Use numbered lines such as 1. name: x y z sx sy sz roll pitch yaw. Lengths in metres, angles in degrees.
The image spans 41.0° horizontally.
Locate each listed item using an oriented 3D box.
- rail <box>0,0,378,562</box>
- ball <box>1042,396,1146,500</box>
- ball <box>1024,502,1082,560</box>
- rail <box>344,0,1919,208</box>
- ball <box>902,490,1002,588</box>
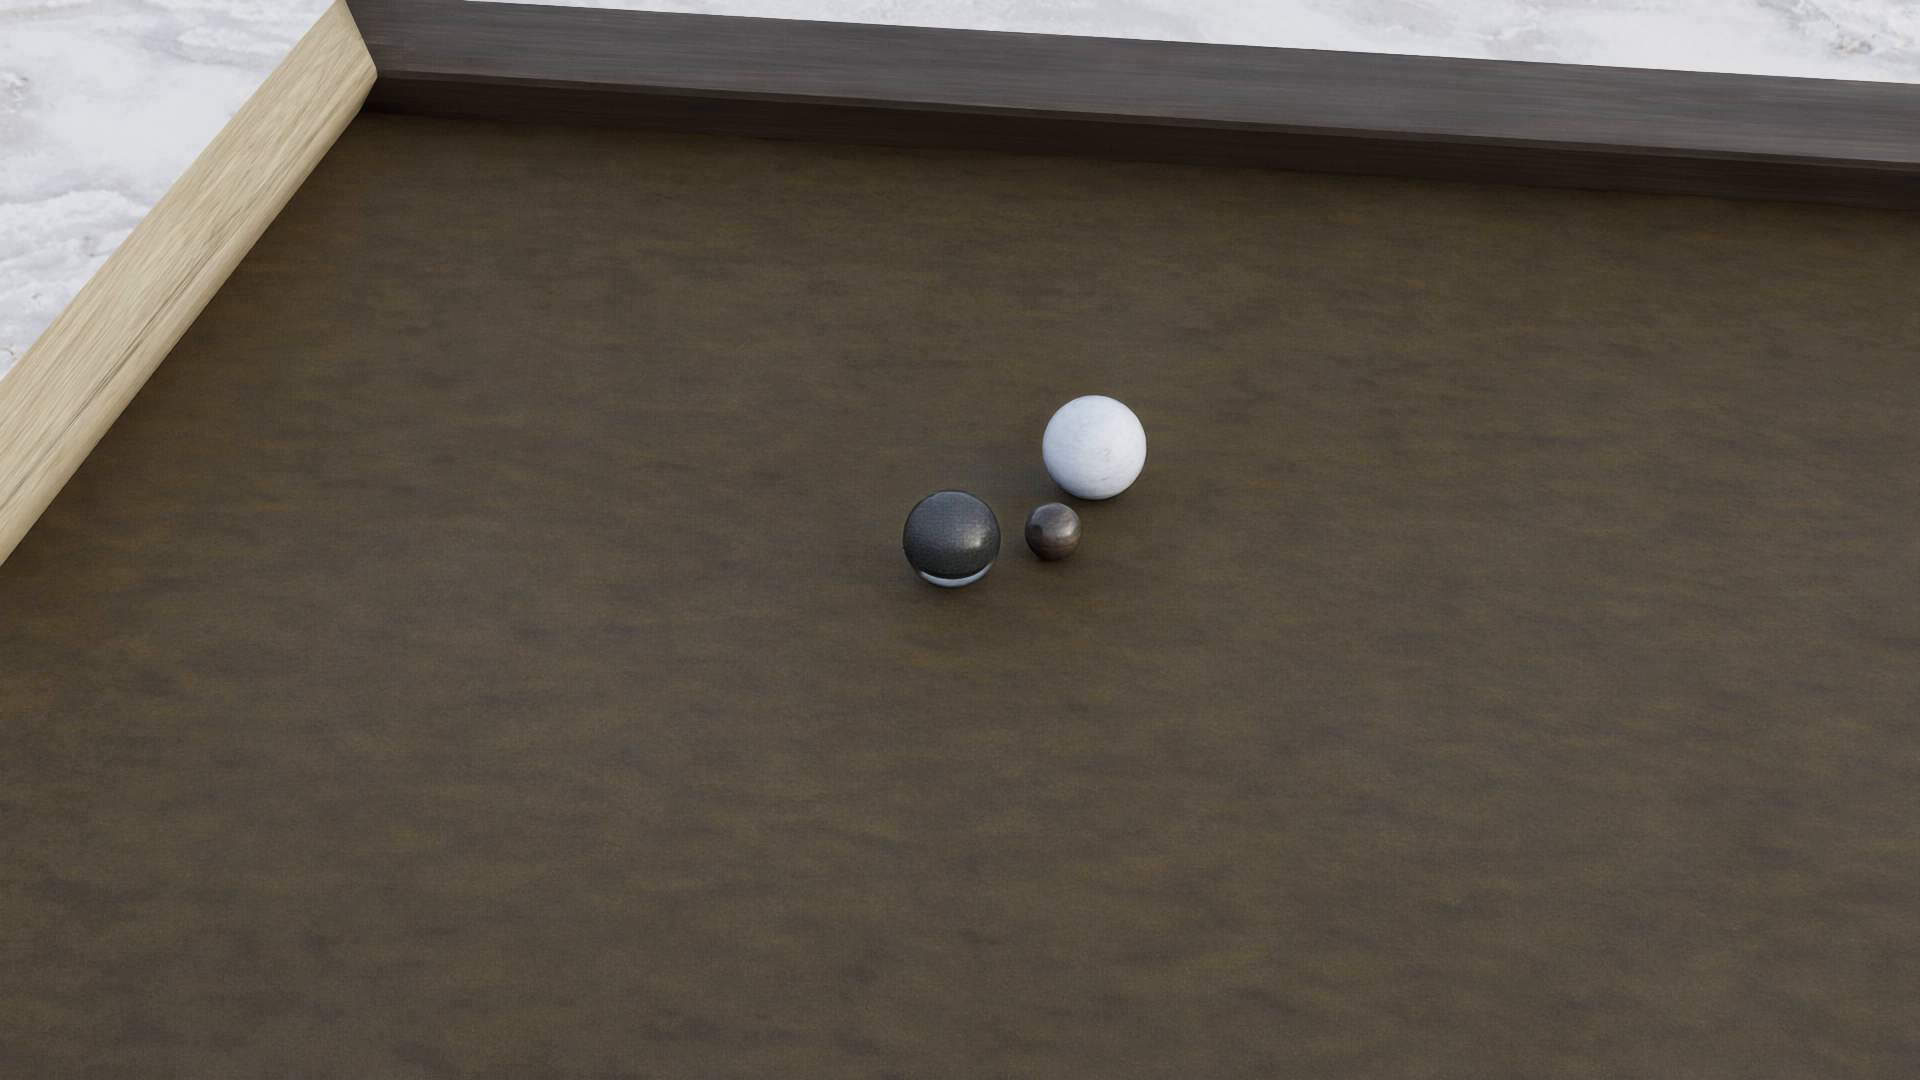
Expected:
1. rail: -0.716 -0.084 2.043 0.045 0.130 1.500 5 35 7
2. ball: 0.108 -0.075 2.071 0.085 0.085 0.085 0 34 0
3. ball: 0.073 -0.007 2.007 0.045 0.045 0.045 0 34 0
4. rail: 0.843 -0.372 2.464 2.990 0.130 0.045 5 35 7
5. ball: -0.006 -0.001 1.972 0.076 0.076 0.076 0 34 0
